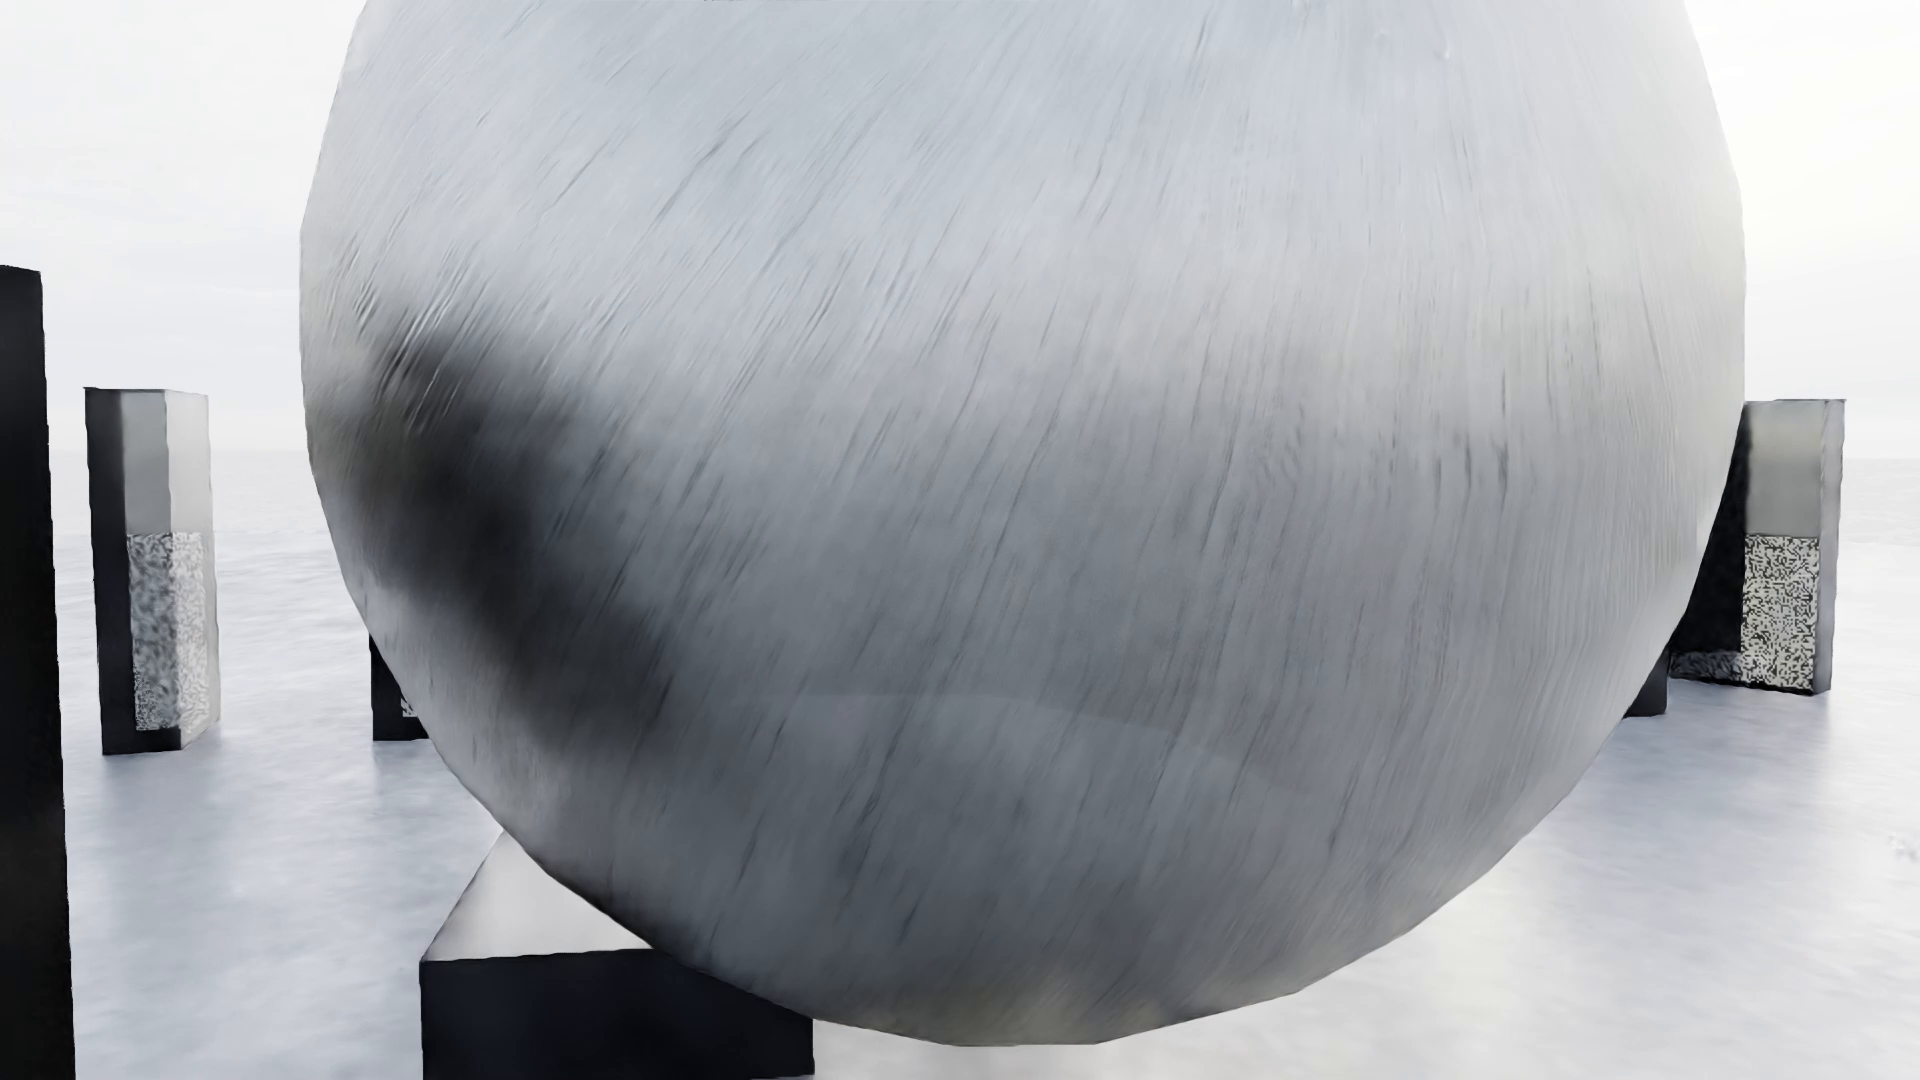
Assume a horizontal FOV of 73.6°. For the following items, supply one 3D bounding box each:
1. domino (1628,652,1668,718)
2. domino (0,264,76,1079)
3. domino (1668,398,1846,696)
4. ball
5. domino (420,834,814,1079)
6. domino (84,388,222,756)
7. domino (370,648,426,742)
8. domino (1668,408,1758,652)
[{"bbox_3d":[0.103,0.002,0.210,0.009,0.050,0.025,-1,4,-16],"label":"domino"},{"bbox_3d":[-0.045,0.014,0.045,0.009,0.050,0.025,0,4,-2],"label":"domino"},{"bbox_3d":[0.140,0.000,0.227,0.009,0.050,0.025,-4,6,-39],"label":"domino"},{"bbox_3d":[0.003,-0.011,0.081,0.080,0.080,0.080,0,4,0],"label":"ball"},{"bbox_3d":[-0.026,0.030,0.109,0.025,0.009,0.050,-1,4,-9],"label":"domino"},{"bbox_3d":[-0.117,0.004,0.187,0.009,0.050,0.025,-1,5,-19],"label":"domino"},{"bbox_3d":[-0.082,0.003,0.195,0.010,0.050,0.025,-1,4,-10],"label":"domino"},{"bbox_3d":[0.151,-0.003,0.268,0.025,0.050,0.010,-1,4,-12],"label":"domino"}]
